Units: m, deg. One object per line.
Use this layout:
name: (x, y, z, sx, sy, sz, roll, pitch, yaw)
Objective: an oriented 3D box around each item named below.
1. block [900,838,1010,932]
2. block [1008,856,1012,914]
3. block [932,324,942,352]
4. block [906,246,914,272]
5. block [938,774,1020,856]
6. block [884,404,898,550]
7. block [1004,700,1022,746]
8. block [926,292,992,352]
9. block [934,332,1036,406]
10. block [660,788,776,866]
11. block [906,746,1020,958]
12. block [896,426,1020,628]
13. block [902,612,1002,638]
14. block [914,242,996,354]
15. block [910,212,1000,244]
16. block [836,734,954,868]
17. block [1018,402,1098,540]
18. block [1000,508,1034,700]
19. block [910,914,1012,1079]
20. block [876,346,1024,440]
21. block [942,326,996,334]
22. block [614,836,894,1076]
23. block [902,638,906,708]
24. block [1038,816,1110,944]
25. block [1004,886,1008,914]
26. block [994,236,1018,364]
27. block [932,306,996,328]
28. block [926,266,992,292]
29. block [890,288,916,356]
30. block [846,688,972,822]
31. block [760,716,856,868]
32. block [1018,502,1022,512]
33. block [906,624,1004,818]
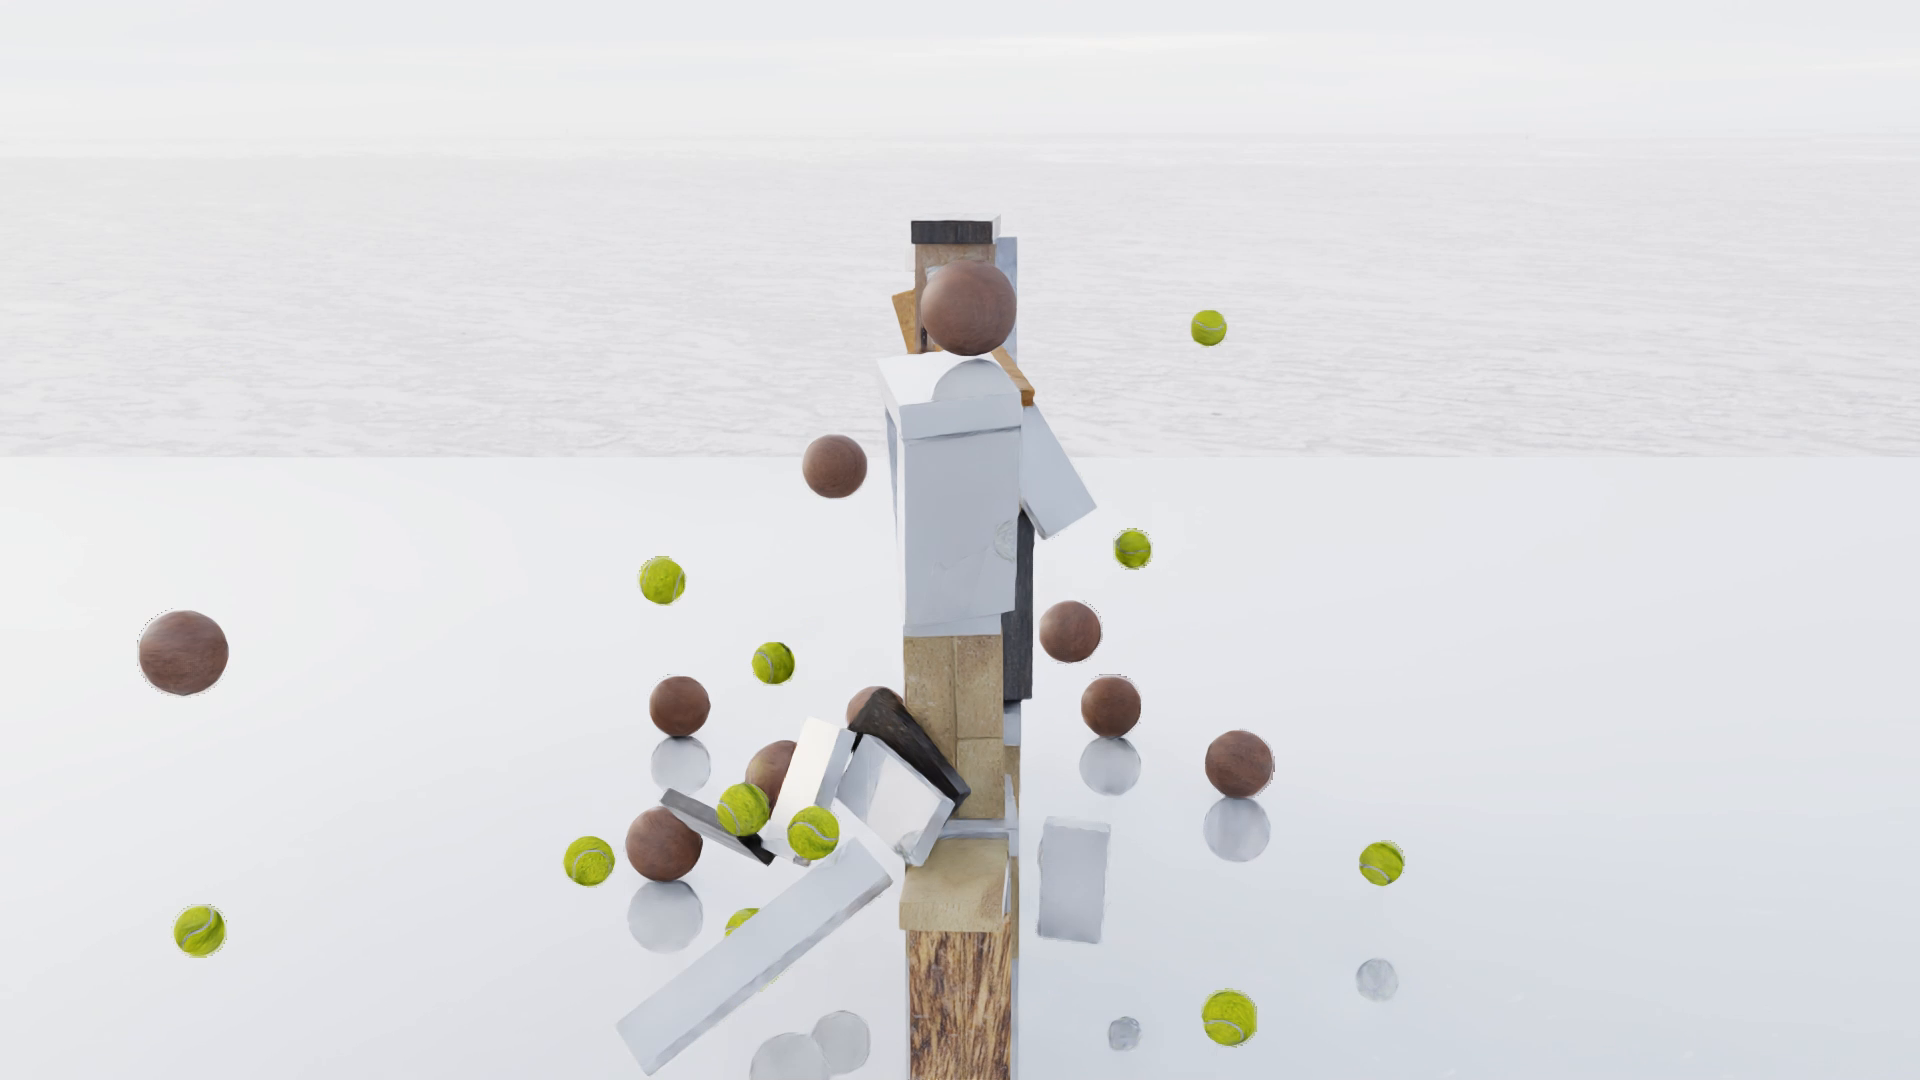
block: (-0.004, 0.451, 2.896, 0.130, 0.037, 0.259, 1, 11, 3)
block: (0.004, 0.560, 3.100, 0.133, 0.266, 0.038, 0, 10, 0)
block: (-0.002, -0.262, 3.498, 0.081, 0.162, 0.023, 0, 9, -1)
block: (-0.009, -0.530, 4.140, 0.157, 0.044, 0.314, 0, 6, -7)
block: (0.012, 0.393, 3.163, 0.133, 0.038, 0.266, -1, 11, -2)
block: (-0.017, -0.074, 3.087, 0.153, 0.305, 0.043, 0, 35, 5)
block: (0.004, 0.250, 3.449, 0.175, 0.049, 0.349, 0, 10, 0)
block: (-0.001, -0.297, 3.551, 0.104, 0.209, 0.030, -1, 13, -1)
block: (0.035, -0.254, 3.262, 0.091, 0.026, 0.183, -3, 34, -22)
block: (-0.341, 0.404, 3.100, 0.169, 0.024, 0.085, 17, -24, 42)
block: (0.003, 0.467, 3.373, 0.175, 0.349, 0.049, 0, 10, 0)
block: (-0.003, -0.025, 2.895, 0.153, 0.305, 0.043, -9, 40, -12)
block: (-0.017, 0.088, 3.127, 0.134, 0.038, 0.268, -1, 10, -2)
block: (-0.008, -0.371, 3.771, 0.138, 0.275, 0.039, 0, 11, 0)
block: (-0.005, -0.546, 3.847, 0.138, 0.039, 0.275, 1, 11, 4)
block: (-0.091, 0.349, 2.958, 0.027, 0.097, 0.193, 22, 9, -41)
block: (0.115, -0.101, 3.224, 0.091, 0.183, 0.026, -32, 2, -20)
block: (0.036, 0.096, 3.324, 0.144, 0.288, 0.041, 1, -1, -18)
block: (0.000, 0.612, 2.840, 0.130, 0.259, 0.037, 0, 10, -1)
block: (-0.018, -0.195, 2.872, 0.153, 0.043, 0.305, -7, 16, -6)
block: (0.009, -0.219, 3.404, 0.081, 0.223, 0.023, 1, 8, -4)
block: (-0.263, 0.530, 2.816, 0.390, 0.024, 0.085, -37, 43, -10)
block: (-0.016, 0.222, 3.243, 0.134, 0.268, 0.038, -2, 10, -4)
block: (0.149, 0.447, 2.886, 0.085, 0.169, 0.024, 6, 22, 9)
block: (0.000, 0.581, 3.008, 0.130, 0.259, 0.037, 0, 10, 1)
block: (0.033, -0.352, 3.948, 0.138, 0.379, 0.039, 0, 5, 2)
block: (0.004, -0.348, 3.434, 0.081, 0.023, 0.162, 1, 8, -7)
block: (-0.003, -0.427, 3.593, 0.104, 0.030, 0.209, -1, 11, -1)
block: (-0.002, -0.310, 4.280, 0.157, 0.391, 0.044, -17, 7, -2)
block: (-0.076, 0.308, 3.027, 0.194, 0.097, 0.027, 49, 29, 23)
block: (-0.209, 0.344, 3.023, 0.027, 0.194, 0.097, 23, -6, -32)
block: (0.012, -0.083, 3.384, 0.144, 0.041, 0.288, 1, 8, -3)
block: (-0.007, 0.254, 3.070, 0.134, 0.268, 0.038, -1, 9, 0)
